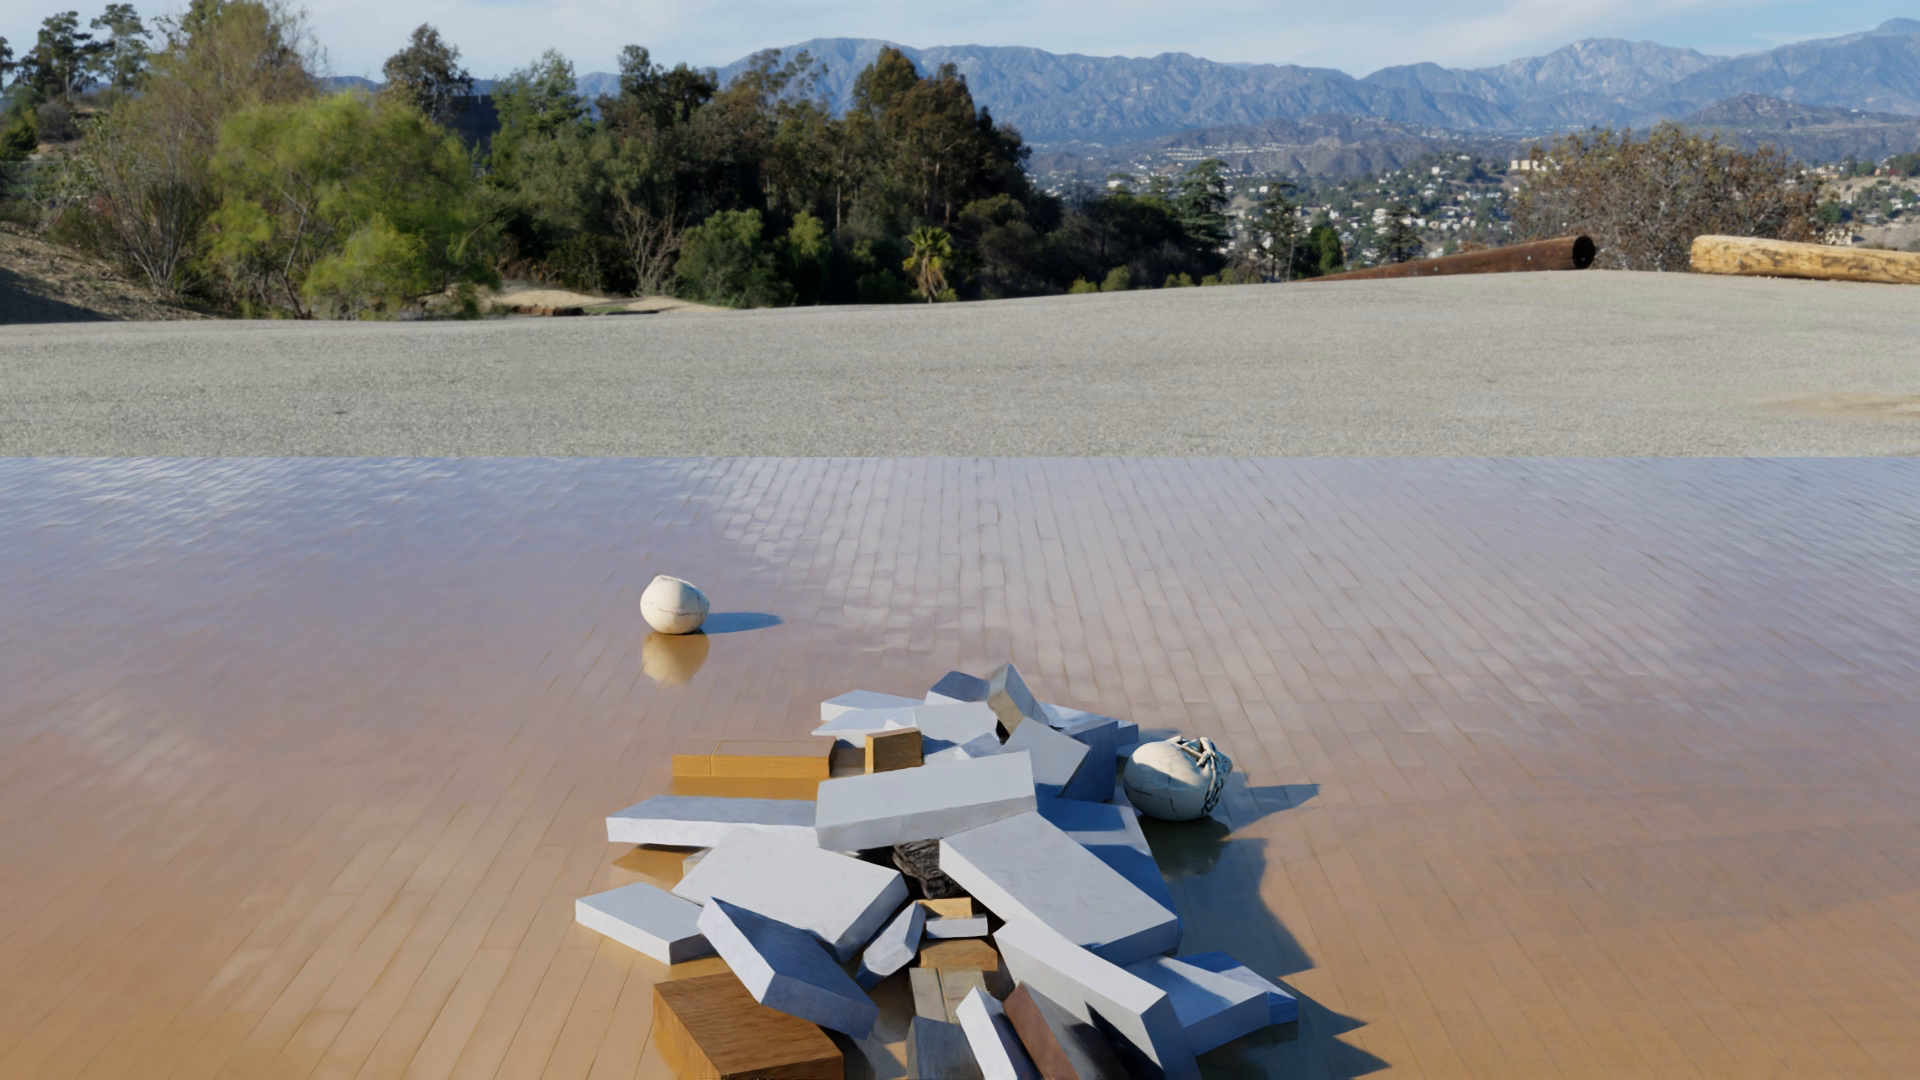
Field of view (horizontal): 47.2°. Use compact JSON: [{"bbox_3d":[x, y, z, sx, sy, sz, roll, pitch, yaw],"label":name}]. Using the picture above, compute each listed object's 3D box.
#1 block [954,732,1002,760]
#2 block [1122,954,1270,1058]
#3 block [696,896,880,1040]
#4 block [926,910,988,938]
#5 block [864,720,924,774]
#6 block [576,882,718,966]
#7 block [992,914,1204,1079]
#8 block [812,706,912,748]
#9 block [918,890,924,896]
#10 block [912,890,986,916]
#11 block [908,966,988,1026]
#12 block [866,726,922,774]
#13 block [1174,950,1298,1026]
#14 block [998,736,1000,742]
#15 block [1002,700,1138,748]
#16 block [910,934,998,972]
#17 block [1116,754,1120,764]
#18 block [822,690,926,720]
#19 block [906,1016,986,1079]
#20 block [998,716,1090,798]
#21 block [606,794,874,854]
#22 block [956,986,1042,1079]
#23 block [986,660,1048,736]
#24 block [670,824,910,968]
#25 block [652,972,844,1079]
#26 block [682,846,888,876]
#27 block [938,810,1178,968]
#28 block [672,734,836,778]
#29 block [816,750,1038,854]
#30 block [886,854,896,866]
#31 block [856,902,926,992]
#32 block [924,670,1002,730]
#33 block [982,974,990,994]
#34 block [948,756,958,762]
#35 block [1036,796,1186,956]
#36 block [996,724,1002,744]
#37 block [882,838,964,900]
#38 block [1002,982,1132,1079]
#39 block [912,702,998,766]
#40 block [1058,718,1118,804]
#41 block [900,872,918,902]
[{"bbox_3d":[0.075,0.411,3.845,0.162,0.023,0.081,44,38,22],"label":"block"},{"bbox_3d":[0.257,0.649,3.126,0.169,0.048,0.338,-14,13,-36],"label":"block"},{"bbox_3d":[-0.253,0.613,3.169,0.169,0.048,0.338,25,-1,-23],"label":"block"},{"bbox_3d":[-0.006,0.596,3.417,0.092,0.026,0.185,-3,-5,-2],"label":"block"},{"bbox_3d":[-0.136,0.432,3.999,0.028,0.198,0.099,24,-3,-31],"label":"block"},{"bbox_3d":[-0.482,0.605,3.486,0.130,0.037,0.259,-10,14,-42],"label":"block"},{"bbox_3d":[0.185,0.634,2.959,0.048,0.169,0.338,-34,25,-24],"label":"block"},{"bbox_3d":[-0.156,0.383,4.499,0.270,0.038,0.135,-6,13,35],"label":"block"},{"bbox_3d":[-0.012,0.565,3.627,0.128,0.064,0.018,6,17,30],"label":"block"},{"bbox_3d":[-0.011,0.578,3.502,0.092,0.026,0.185,-4,-5,10],"label":"block"},{"bbox_3d":[-0.013,0.652,3.090,0.104,0.029,0.208,-1,11,-5],"label":"block"},{"bbox_3d":[-0.119,0.440,3.935,0.099,0.198,0.028,-6,13,-30],"label":"block"},{"bbox_3d":[0.390,0.658,3.218,0.107,0.030,0.213,-5,12,-24],"label":"block"},{"bbox_3d":[0.002,0.456,4.010,0.140,0.040,0.281,1,31,0],"label":"block"},{"bbox_3d":[0.178,0.383,4.624,0.135,0.038,0.424,-8,11,-39],"label":"block"},{"bbox_3d":[-0.017,0.621,3.303,0.104,0.029,0.208,-2,-2,-11],"label":"block"},{"bbox_3d":[0.247,0.443,4.410,0.135,0.019,0.067,-7,12,-32],"label":"block"},{"bbox_3d":[-0.150,0.373,4.735,0.270,0.038,0.135,7,13,32],"label":"block"},{"bbox_3d":[0.020,0.727,2.697,0.149,0.042,0.535,13,10,-6],"label":"block"},{"bbox_3d":[0.120,0.409,3.804,0.130,0.037,0.259,24,32,12],"label":"block"},{"bbox_3d":[-0.355,0.491,3.816,0.523,0.044,0.154,-2,8,29],"label":"block"},{"bbox_3d":[0.096,0.681,2.765,0.149,0.042,0.298,35,6,-19],"label":"block"},{"bbox_3d":[0.116,0.337,4.344,0.042,0.147,0.293,-33,5,7],"label":"block"},{"bbox_3d":[-0.274,0.561,3.501,0.365,0.048,0.169,9,40,40],"label":"block"},{"bbox_3d":[-0.298,0.683,3.038,0.169,0.048,0.338,-4,11,-23],"label":"block"},{"bbox_3d":[-0.294,0.545,3.697,0.309,0.044,0.154,-2,8,29],"label":"block"},{"bbox_3d":[0.143,0.529,3.308,0.179,0.051,0.357,-13,28,-32],"label":"block"},{"bbox_3d":[-0.409,0.432,4.402,0.309,0.044,0.154,1,11,3],"label":"block"},{"bbox_3d":[-0.054,0.431,3.620,0.357,0.051,0.179,-9,18,1],"label":"block"},{"bbox_3d":[-0.056,0.492,3.764,0.081,0.023,0.162,-10,28,31],"label":"block"},{"bbox_3d":[-0.103,0.614,3.330,0.092,0.026,0.184,-37,6,10],"label":"block"},{"bbox_3d":[0.024,0.325,4.464,0.147,0.042,0.399,17,4,5],"label":"block"},{"bbox_3d":[-0.010,0.669,3.165,0.104,0.029,0.208,-1,11,-6],"label":"block"},{"bbox_3d":[0.018,0.400,3.883,0.069,0.020,0.139,14,29,26],"label":"block"},{"bbox_3d":[0.225,0.532,3.520,0.179,0.051,0.357,9,22,-14],"label":"block"},{"bbox_3d":[0.029,0.389,4.498,0.109,0.031,0.219,0,11,-1],"label":"block"},{"bbox_3d":[-0.034,0.500,3.546,0.130,0.037,0.259,-13,17,-17],"label":"block"},{"bbox_3d":[0.161,0.676,2.754,0.149,0.042,0.298,37,5,-24],"label":"block"},{"bbox_3d":[0.000,0.384,3.984,0.140,0.040,0.281,-3,26,-7],"label":"block"},{"bbox_3d":[0.215,0.423,4.077,0.042,0.147,0.293,5,5,26],"label":"block"},{"bbox_3d":[-0.152,0.578,3.667,0.162,0.023,0.081,1,10,3],"label":"block"}]
